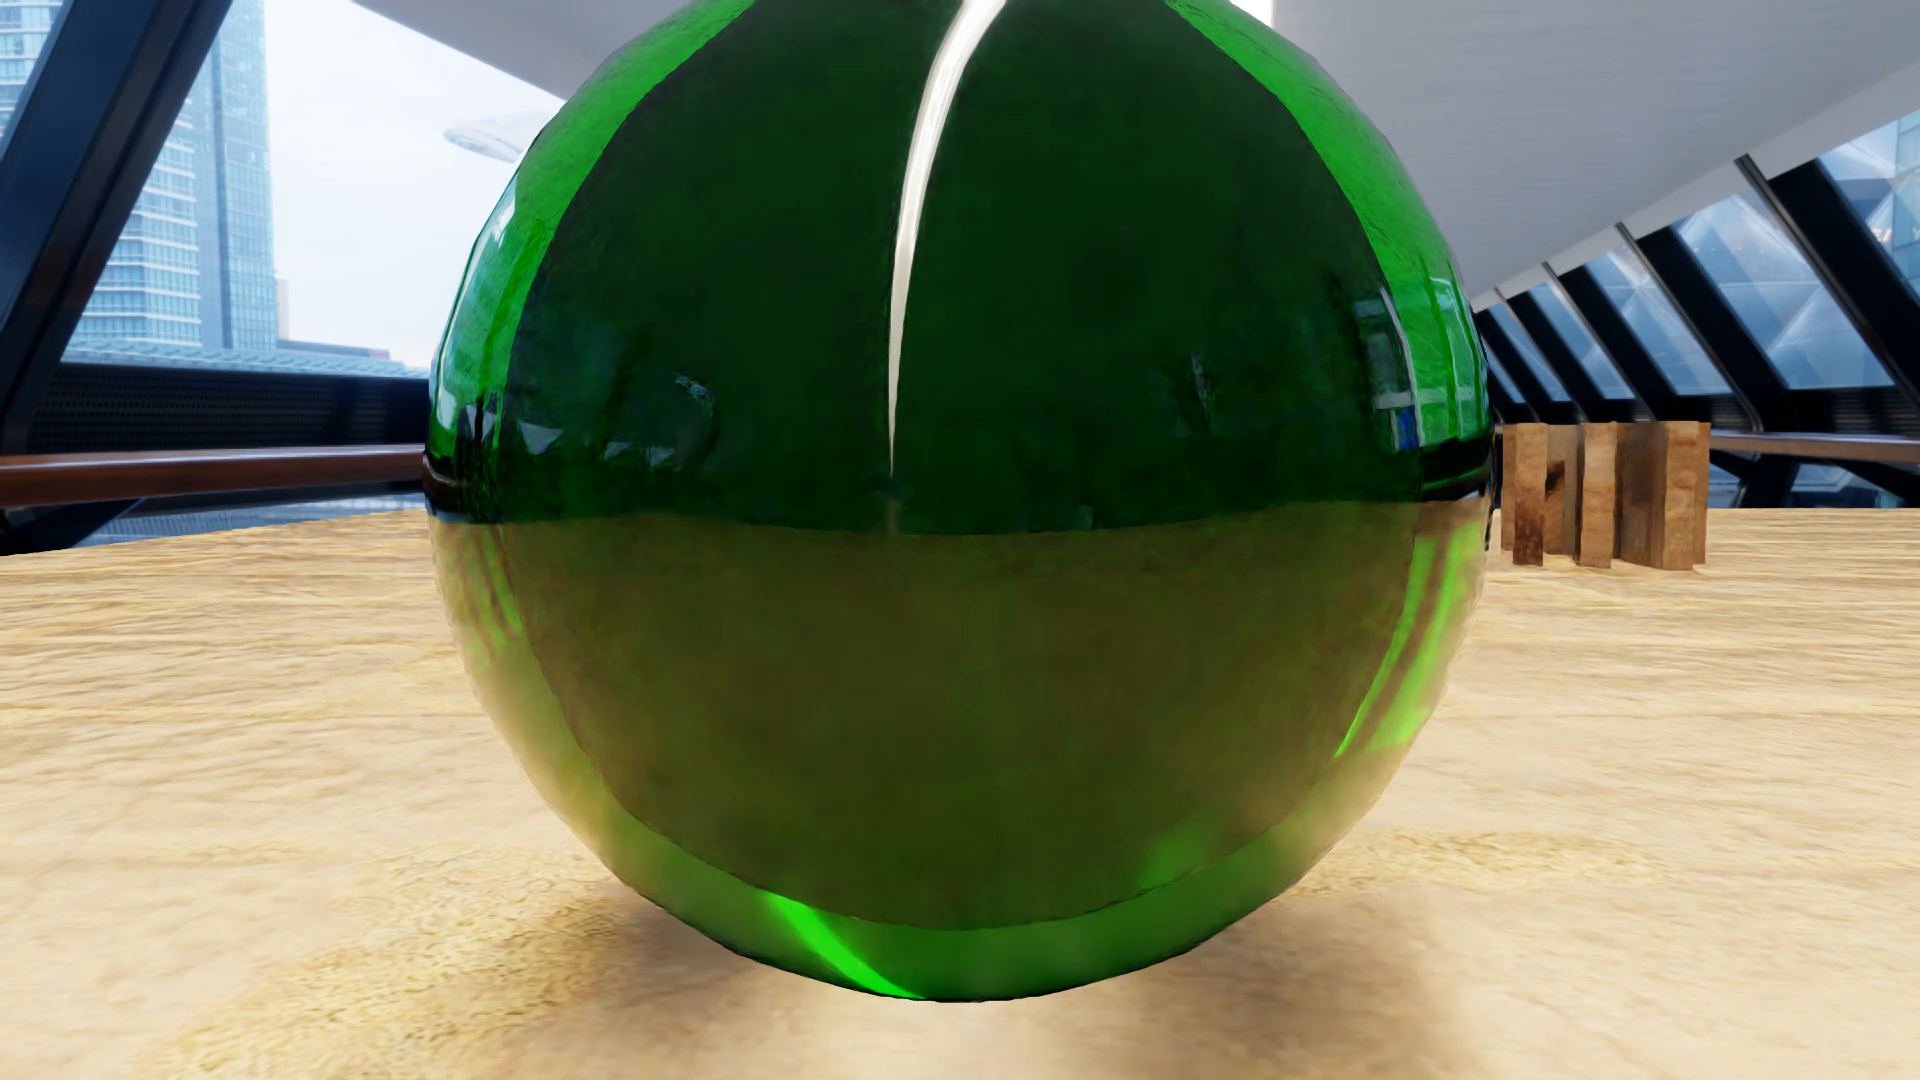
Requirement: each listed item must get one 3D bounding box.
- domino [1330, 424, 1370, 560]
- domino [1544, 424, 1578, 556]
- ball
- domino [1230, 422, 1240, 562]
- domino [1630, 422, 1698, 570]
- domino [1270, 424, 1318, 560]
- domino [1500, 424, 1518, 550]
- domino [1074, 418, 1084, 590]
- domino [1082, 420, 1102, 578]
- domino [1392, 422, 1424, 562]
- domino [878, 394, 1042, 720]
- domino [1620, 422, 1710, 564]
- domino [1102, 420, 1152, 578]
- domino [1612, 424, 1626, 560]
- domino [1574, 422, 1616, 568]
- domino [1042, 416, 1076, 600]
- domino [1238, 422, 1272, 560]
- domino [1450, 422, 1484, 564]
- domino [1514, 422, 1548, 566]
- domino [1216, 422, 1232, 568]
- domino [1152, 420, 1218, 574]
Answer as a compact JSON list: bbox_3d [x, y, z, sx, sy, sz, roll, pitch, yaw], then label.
[{"bbox_3d":[0.146,-0.019,0.481,0.009,0.050,0.025,1,4,8],"label":"domino"},{"bbox_3d":[0.240,-0.020,0.498,0.025,0.050,0.009,-2,5,-23],"label":"domino"},{"bbox_3d":[0.000,-0.005,0.103,0.080,0.080,0.080,0,4,0],"label":"ball"},{"bbox_3d":[0.088,-0.017,0.467,0.025,0.050,0.009,3,5,33],"label":"domino"},{"bbox_3d":[0.243,-0.016,0.444,0.009,0.050,0.025,0,4,3],"label":"domino"},{"bbox_3d":[0.125,-0.019,0.482,0.009,0.050,0.025,0,4,-2],"label":"domino"},{"bbox_3d":[0.232,-0.021,0.517,0.025,0.050,0.009,-2,5,-22],"label":"domino"},{"bbox_3d":[0.023,-0.011,0.376,0.025,0.050,0.009,0,4,4],"label":"domino"},{"bbox_3d":[0.034,-0.014,0.415,0.009,0.050,0.025,-3,5,-33],"label":"domino"},{"bbox_3d":[0.166,-0.018,0.475,0.009,0.050,0.025,2,5,20],"label":"domino"},{"bbox_3d":[0.000,0.002,0.201,0.025,0.050,0.010,0,4,0],"label":"domino"},{"bbox_3d":[0.253,-0.017,0.460,0.025,0.050,0.010,0,4,6],"label":"domino"},{"bbox_3d":[0.054,-0.014,0.421,0.009,0.050,0.025,-1,4,-14],"label":"domino"},{"bbox_3d":[0.248,-0.018,0.479,0.025,0.050,0.009,-2,5,-20],"label":"domino"},{"bbox_3d":[0.223,-0.016,0.451,0.010,0.050,0.025,2,5,20],"label":"domino"},{"bbox_3d":[0.019,-0.009,0.356,0.025,0.050,0.009,3,5,31],"label":"domino"},{"bbox_3d":[0.105,-0.018,0.478,0.010,0.050,0.025,-2,5,-20],"label":"domino"},{"bbox_3d":[0.185,-0.018,0.467,0.009,0.050,0.025,2,5,23],"label":"domino"},{"bbox_3d":[0.204,-0.017,0.459,0.009,0.050,0.025,2,5,23],"label":"domino"},{"bbox_3d":[0.081,-0.016,0.448,0.025,0.050,0.010,1,4,13],"label":"domino"},{"bbox_3d":[0.073,-0.015,0.429,0.010,0.050,0.025,-4,6,-41],"label":"domino"}]
